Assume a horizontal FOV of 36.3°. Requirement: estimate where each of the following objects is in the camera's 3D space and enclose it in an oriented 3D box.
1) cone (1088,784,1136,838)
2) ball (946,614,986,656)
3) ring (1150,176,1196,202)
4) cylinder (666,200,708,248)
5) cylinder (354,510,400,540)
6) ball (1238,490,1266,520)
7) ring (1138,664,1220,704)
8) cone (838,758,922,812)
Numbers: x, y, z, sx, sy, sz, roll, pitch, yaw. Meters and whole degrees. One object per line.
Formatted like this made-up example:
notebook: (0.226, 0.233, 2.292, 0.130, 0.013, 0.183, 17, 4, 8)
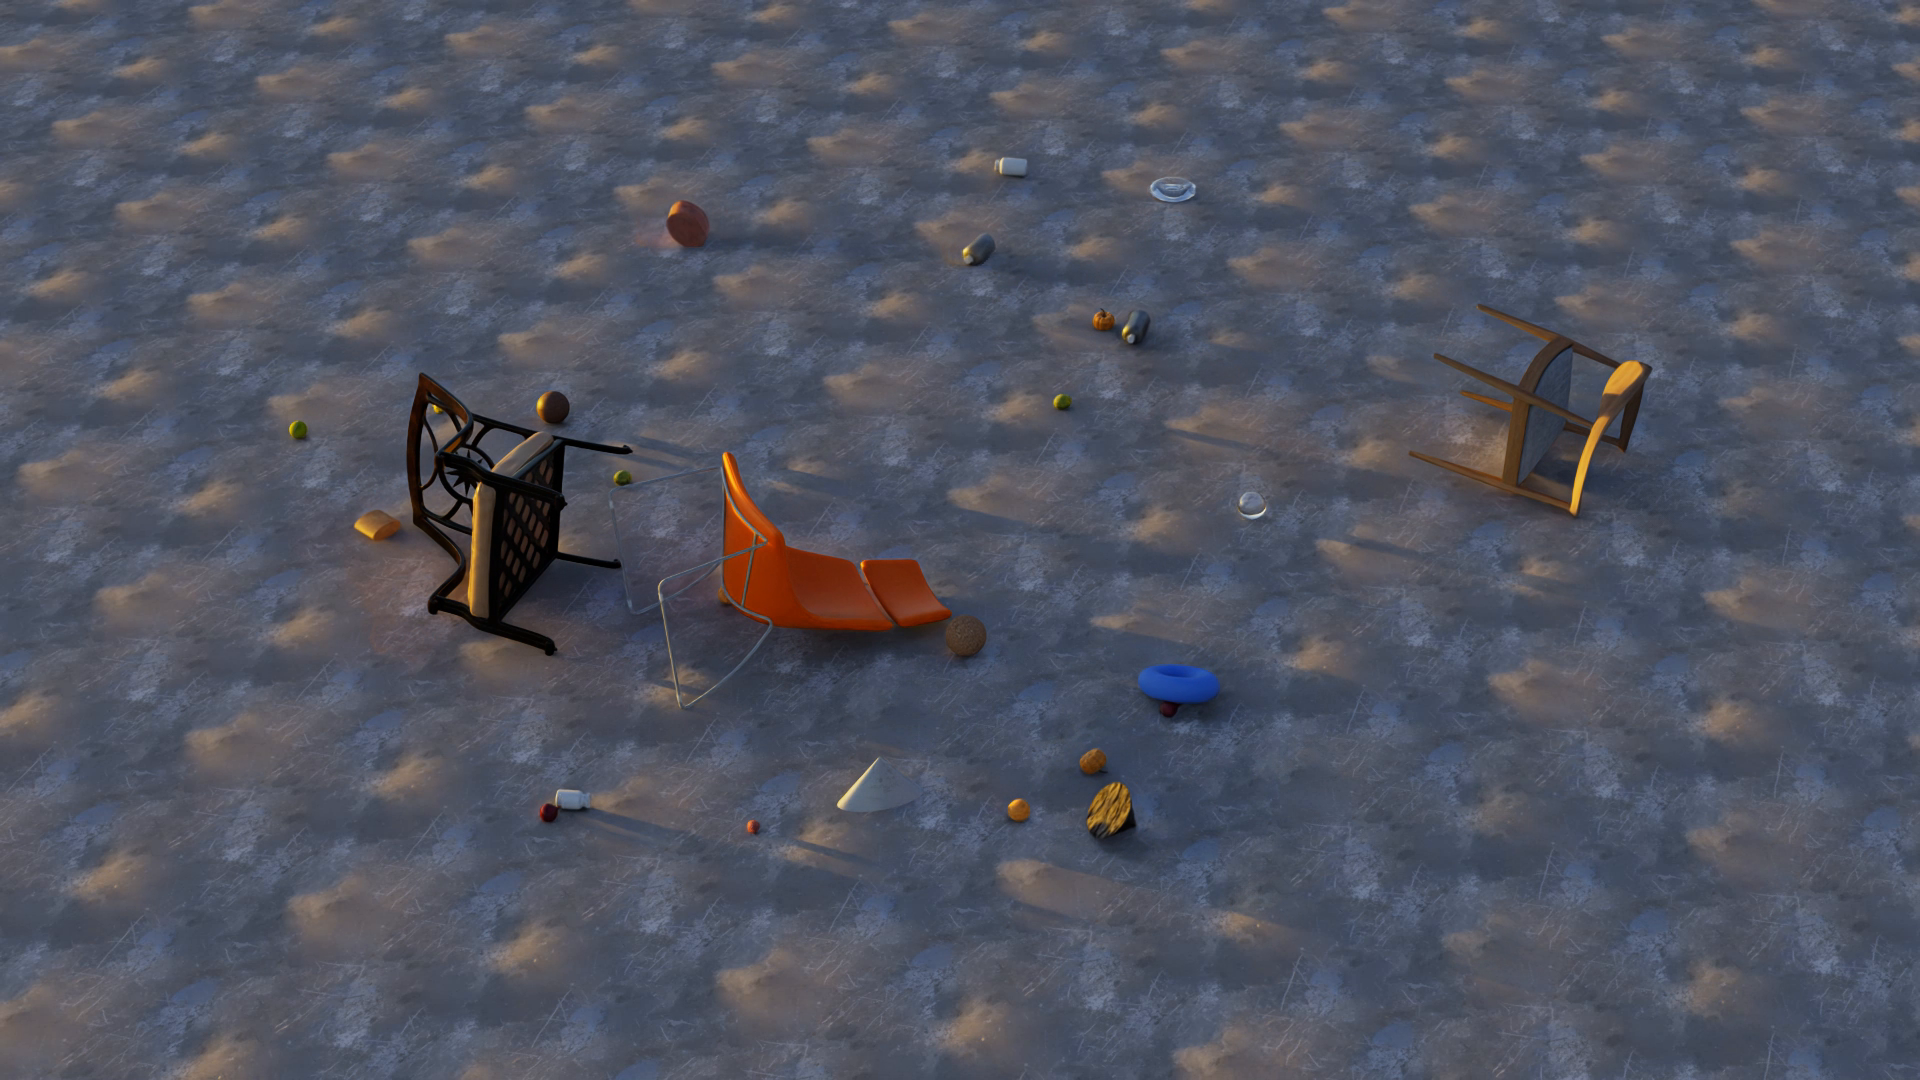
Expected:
cone: (0.527, 0.904, 9.502, 0.121, 0.194, 0.232, 32, 0, -26)
ball: (0.021, 0.335, 10.303, 0.146, 0.146, 0.146, 0, 33, 0)
ring: (0.966, -1.593, 13.319, 0.213, 0.049, 0.207, -11, 34, -17)
cylinder: (-1.199, -1.389, 12.901, 0.137, 0.191, 0.122, -37, 23, 25)
cylinder: (-2.180, -0.056, 10.976, 0.113, 0.058, 0.130, 27, 44, 35)
ball: (1.099, -0.130, 11.043, 0.109, 0.109, 0.109, 0, 33, 0)
ring: (0.754, 0.495, 10.077, 0.297, 0.090, 0.225, 9, 15, 32)
cone: (-0.262, 0.777, 9.610, 0.291, 0.170, 0.128, -10, 35, -15)
